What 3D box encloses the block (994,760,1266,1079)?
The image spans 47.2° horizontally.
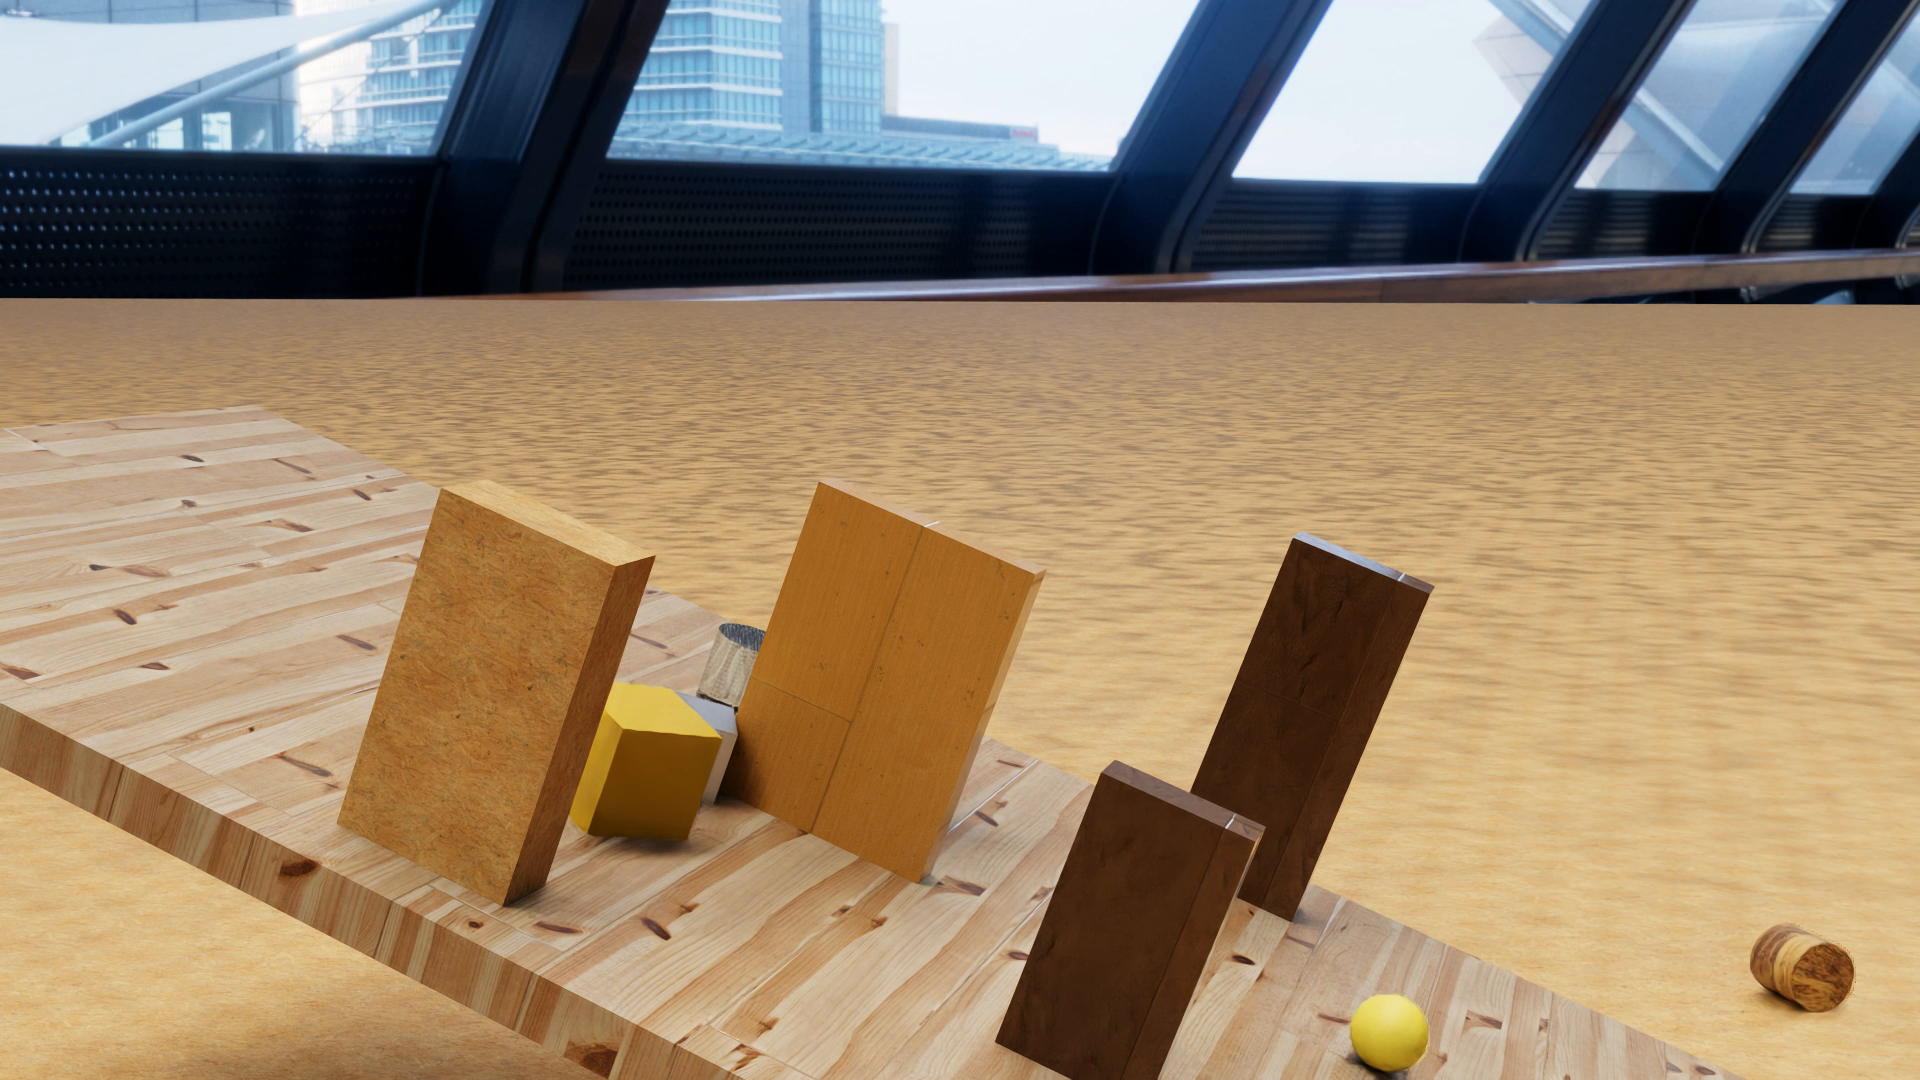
[{"bbox_3d":[0.272,0.637,3.542,0.264,0.492,0.098,23,13,13],"label":"block"}]

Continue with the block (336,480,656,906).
[{"bbox_3d":[-0.732,0.237,3.462,0.311,0.579,0.143,23,13,13],"label":"block"}]

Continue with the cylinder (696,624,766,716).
[{"bbox_3d":[-0.458,0.285,4.656,0.164,0.164,0.164,19,12,-4],"label":"cylinder"}]

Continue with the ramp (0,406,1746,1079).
[{"bbox_3d":[-0.323,0.585,4.205,4.000,0.100,2.000,23,13,13],"label":"ramp"}]

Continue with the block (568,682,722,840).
[{"bbox_3d":[-0.587,0.390,3.909,0.205,0.205,0.205,10,16,-39],"label":"block"}]

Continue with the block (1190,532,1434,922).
[{"bbox_3d":[0.711,0.394,4.646,0.300,0.761,0.119,23,13,13],"label":"block"}]

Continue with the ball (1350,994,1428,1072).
[{"bbox_3d":[0.787,0.904,4.033,0.141,0.141,0.141,0,7,0],"label":"ball"}]

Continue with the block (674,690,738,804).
[{"bbox_3d":[-0.517,0.389,4.163,0.146,0.146,0.146,17,13,-14],"label":"block"}]

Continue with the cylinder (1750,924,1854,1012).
[{"bbox_3d":[2.141,1.088,5.598,0.177,0.177,0.177,-2,7,-14],"label":"cylinder"}]

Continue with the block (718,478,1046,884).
[{"bbox_3d":[-0.158,0.262,4.130,0.444,0.635,0.084,23,13,13],"label":"block"}]
